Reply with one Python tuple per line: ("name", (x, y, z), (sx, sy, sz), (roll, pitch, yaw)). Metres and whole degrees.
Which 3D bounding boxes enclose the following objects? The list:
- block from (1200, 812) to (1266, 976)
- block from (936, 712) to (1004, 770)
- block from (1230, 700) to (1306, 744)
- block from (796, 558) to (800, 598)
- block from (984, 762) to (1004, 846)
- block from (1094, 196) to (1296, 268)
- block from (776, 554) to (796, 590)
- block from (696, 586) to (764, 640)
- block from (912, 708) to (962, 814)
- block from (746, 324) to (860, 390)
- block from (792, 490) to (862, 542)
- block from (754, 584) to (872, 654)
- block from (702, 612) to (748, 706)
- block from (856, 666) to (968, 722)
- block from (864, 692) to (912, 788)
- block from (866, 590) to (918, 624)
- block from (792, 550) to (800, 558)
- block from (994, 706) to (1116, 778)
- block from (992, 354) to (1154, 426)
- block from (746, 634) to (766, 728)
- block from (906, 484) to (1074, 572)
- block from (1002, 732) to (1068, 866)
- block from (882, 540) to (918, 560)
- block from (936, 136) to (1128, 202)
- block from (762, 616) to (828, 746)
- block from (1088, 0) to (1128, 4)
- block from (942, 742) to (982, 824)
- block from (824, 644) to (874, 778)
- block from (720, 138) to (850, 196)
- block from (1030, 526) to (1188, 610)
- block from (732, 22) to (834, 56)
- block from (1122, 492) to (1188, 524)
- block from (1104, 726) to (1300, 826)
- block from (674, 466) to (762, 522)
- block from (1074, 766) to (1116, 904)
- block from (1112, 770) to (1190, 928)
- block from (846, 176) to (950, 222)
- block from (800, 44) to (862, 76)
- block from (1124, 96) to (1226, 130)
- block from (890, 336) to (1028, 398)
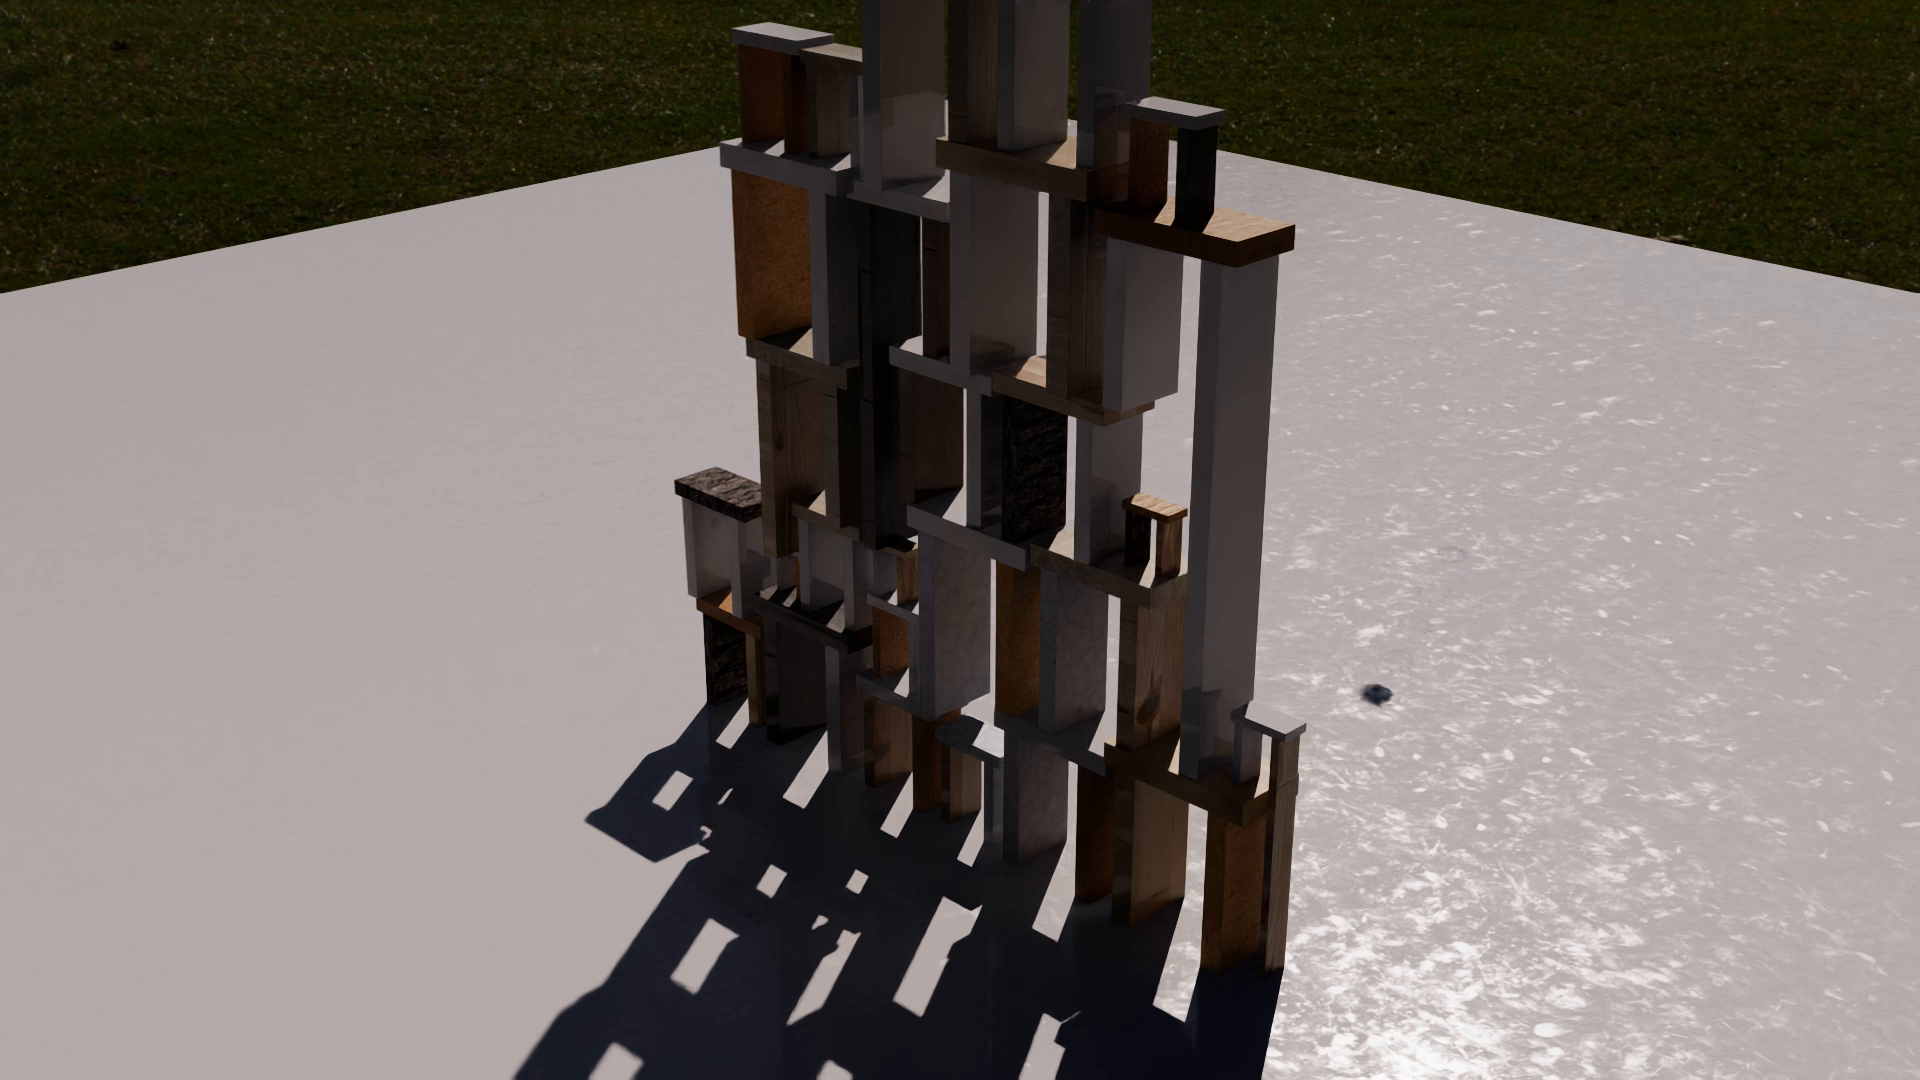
("block", (0.504, 0.604, 3.932), (0.045, 0.318, 0.159), (21, 31, 41))
("block", (0.045, 0.396, 4.339), (0.178, 0.025, 0.089), (21, 31, 41))
("block", (0.529, 0.311, 3.775), (0.118, 0.017, 0.059), (21, 31, 40))
("block", (-0.321, 0.073, 4.608), (0.013, 0.094, 0.047), (22, 31, 40))
("block", (0.087, 0.506, 4.340), (0.025, 0.178, 0.089), (21, 31, 41))
("block", (0.381, -0.509, 3.594), (0.299, 0.042, 0.149), (21, 31, 41))
("block", (-0.366, 0.056, 4.649), (0.013, 0.094, 0.047), (22, 31, 40))
("block", (-0.463, 0.155, 4.797), (0.109, 0.031, 0.219), (-21, 31, -41))
("block", (-0.047, 0.436, 4.457), (0.031, 0.216, 0.108), (21, 31, 41))
("block", (-0.271, -0.369, 4.358), (0.298, 0.042, 0.149), (21, 31, 40))
("block", (-0.236, -0.050, 4.461), (0.203, 0.029, 0.102), (21, 31, 41))
("block", (-0.279, 0.153, 4.594), (0.294, 0.042, 0.147), (21, 31, 41))
("block", (-0.515, 0.249, 4.893), (0.031, 0.219, 0.109), (21, 31, 41))
("block", (-0.098, 0.303, 4.455), (0.216, 0.031, 0.108), (21, 31, 41))
("block", (-0.148, 0.396, 4.550), (0.031, 0.216, 0.108), (21, 31, 41))
("block", (-0.104, 0.128, 4.396), (0.157, 0.022, 0.079), (21, 31, 41))
("block", (-0.343, 0.015, 4.608), (0.094, 0.013, 0.047), (21, 31, 40))
("block", (0.215, 0.356, 4.145), (0.283, 0.040, 0.142), (21, 31, 41))
("block", (0.199, -0.266, 3.891), (0.267, 0.038, 0.134), (21, 31, 41))
("block", (-0.412, 0.290, 4.798), (0.109, 0.219, 0.031), (-21, 31, -41))
("block", (0.063, -0.027, 4.146), (0.310, 0.044, 0.155), (21, 31, 41))
("block", (0.148, 0.479, 4.269), (0.040, 0.283, 0.142), (21, 31, 41))
("block", (-0.126, 0.011, 4.362), (0.103, 0.015, 0.051), (21, 31, 41))
("block", (0.145, -0.653, 3.786), (0.353, 0.050, 0.176), (21, 31, 40))
("block", (-0.349, 0.280, 4.724), (0.042, 0.294, 0.147), (21, 31, 41))
("block", (0.190, -0.925, 3.619), (0.272, 0.039, 0.136), (21, 31, 40))
("block", (0.003, 0.473, 4.418), (0.025, 0.178, 0.089), (21, 31, 41))
("block", (-0.210, 0.334, 4.596), (0.042, 0.294, 0.147), (21, 31, 41))
("block", (-0.289, -0.728, 4.226), (0.338, 0.048, 0.169), (21, 31, 40))
("block", (0.279, 0.044, 3.944), (0.286, 0.041, 0.143), (21, 31, 41))
("block", (-0.337, -0.952, 4.176), (0.189, 0.027, 0.094), (21, 31, 40))
("block", (0.339, -0.056, 3.838), (0.105, 0.015, 0.053), (21, 31, 40))
("block", (0.429, 0.407, 3.930), (0.318, 0.045, 0.159), (21, 31, 41))
("block", (-0.494, -0.099, 4.720), (0.231, 0.033, 0.116), (21, 31, 40))
("block", (0.282, 0.531, 4.146), (0.040, 0.283, 0.142), (21, 31, 41))
("block", (0.354, 0.545, 4.069), (0.045, 0.318, 0.159), (21, 31, 41))
("block", (-0.072, -0.635, 4.036), (0.260, 0.037, 0.130), (21, 31, 40))
("block", (-0.205, -0.888, 4.060), (0.175, 0.025, 0.088), (21, 31, 40))
("block", (0.347, -0.691, 3.556), (0.150, 0.021, 0.075), (21, 31, 41))
("block", (0.009, -0.329, 4.074), (0.265, 0.038, 0.133), (21, 31, 40))
